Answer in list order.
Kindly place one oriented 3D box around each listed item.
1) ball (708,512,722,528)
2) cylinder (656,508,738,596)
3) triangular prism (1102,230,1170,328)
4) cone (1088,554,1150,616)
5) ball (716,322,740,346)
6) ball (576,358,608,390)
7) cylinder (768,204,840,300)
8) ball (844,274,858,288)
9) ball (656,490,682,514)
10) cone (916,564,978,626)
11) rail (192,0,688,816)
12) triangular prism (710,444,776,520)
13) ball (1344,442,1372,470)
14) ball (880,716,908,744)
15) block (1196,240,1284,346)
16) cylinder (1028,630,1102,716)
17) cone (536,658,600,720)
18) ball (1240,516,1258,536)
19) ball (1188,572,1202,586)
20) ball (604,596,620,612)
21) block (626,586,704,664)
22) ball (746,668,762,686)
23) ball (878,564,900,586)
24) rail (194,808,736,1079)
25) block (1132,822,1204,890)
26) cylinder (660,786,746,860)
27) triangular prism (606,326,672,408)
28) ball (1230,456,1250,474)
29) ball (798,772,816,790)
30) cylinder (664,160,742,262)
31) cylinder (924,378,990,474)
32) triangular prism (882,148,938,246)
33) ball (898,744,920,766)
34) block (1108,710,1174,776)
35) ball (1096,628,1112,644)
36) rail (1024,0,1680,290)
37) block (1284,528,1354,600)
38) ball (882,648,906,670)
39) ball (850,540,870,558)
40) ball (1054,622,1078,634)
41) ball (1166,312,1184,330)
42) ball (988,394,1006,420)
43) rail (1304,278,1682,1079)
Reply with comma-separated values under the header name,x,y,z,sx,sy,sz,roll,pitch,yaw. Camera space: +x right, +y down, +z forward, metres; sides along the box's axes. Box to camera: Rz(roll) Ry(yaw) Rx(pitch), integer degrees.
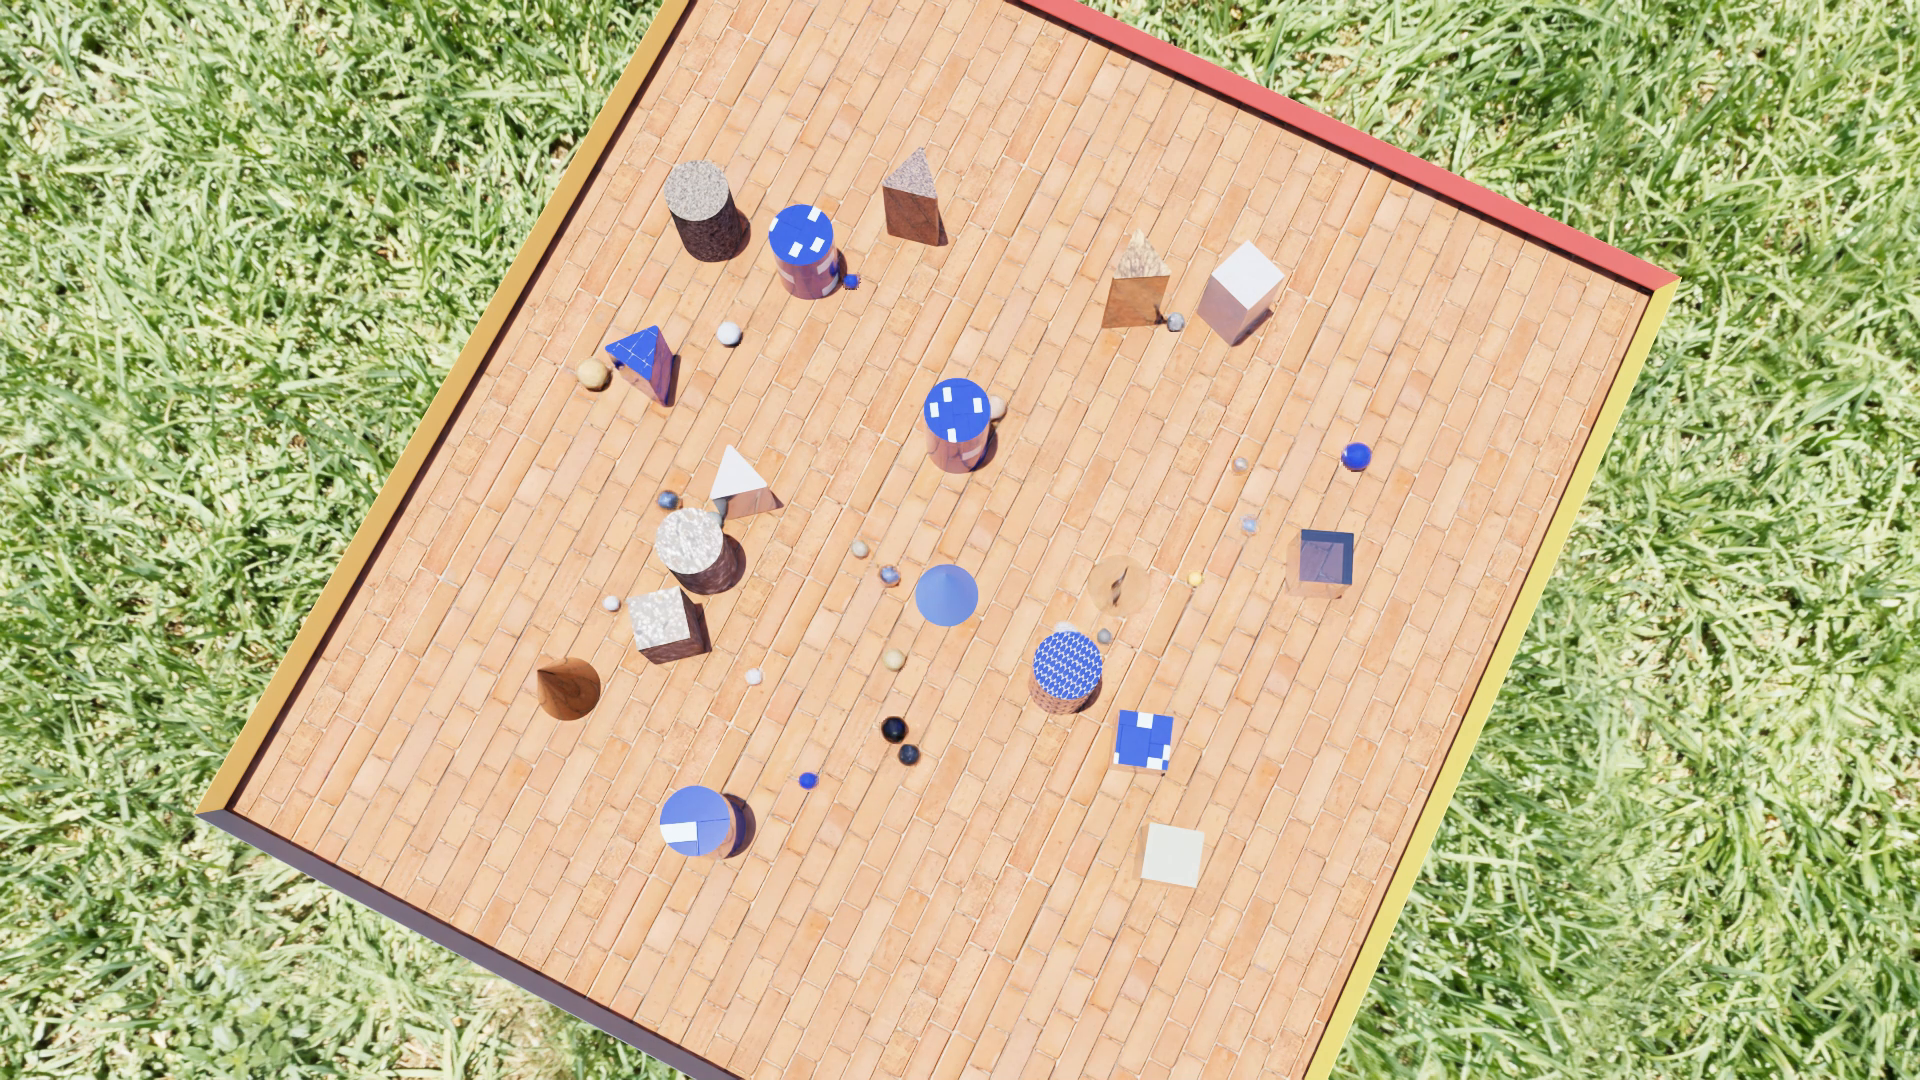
name,x,y,z,sx,sy,sz,roll,pitch,yaw
ball,-0.757,-0.057,5.596,0.063,0.063,0.063,0,78,0
cylinder,-0.777,0.038,5.428,0.194,0.354,0.194,0,78,0
triangular prism,0.523,-0.790,5.546,0.168,0.458,0.145,-4,78,-1
cone,0.485,0.104,5.417,0.194,0.348,0.194,0,78,0
ball,-0.721,-0.644,5.711,0.076,0.076,0.076,0,78,0
ball,-1.137,-0.515,5.674,0.097,0.097,0.097,0,78,0
cylinder,-0.476,-0.882,5.639,0.194,0.314,0.194,0,78,0
ball,-0.343,-0.815,5.762,0.046,0.046,0.046,0,78,0
ball,-0.890,-0.118,5.603,0.075,0.075,0.075,0,78,0
cone,-0.040,0.131,5.404,0.194,0.364,0.194,0,78,0
rail,-1.433,-0.695,5.695,0.045,0.126,3.463,26,80,5
triangular prism,-0.662,-0.181,5.504,0.168,0.294,0.145,-13,79,-3
ball,1.221,-0.257,5.626,0.087,0.087,0.087,0,78,0
ball,-0.197,0.564,5.458,0.082,0.082,0.082,0,78,0
block,0.852,-0.748,5.589,0.155,0.356,0.155,-43,81,-8
cylinder,0.302,0.391,5.328,0.194,0.407,0.194,0,78,0
cone,-1.179,0.405,5.313,0.194,0.431,0.194,0,78,0
ball,0.884,-0.043,5.596,0.057,0.057,0.057,0,78,0
ball,0.714,0.118,5.569,0.045,0.045,0.045,0,78,0
ball,-1.055,0.192,5.552,0.048,0.048,0.048,0,78,0
block,-0.866,0.255,5.407,0.155,0.307,0.155,-14,79,-3
ball,-0.620,0.411,5.506,0.051,0.051,0.051,0,78,0
ball,-0.216,0.108,5.559,0.069,0.069,0.069,0,78,0
rail,-0.764,1.502,5.240,3.252,0.126,0.045,26,80,5
block,0.595,0.911,5.270,0.155,0.309,0.155,10,78,2
cylinder,-0.732,0.815,5.250,0.194,0.388,0.194,0,78,0
triangular prism,-0.942,-0.548,5.575,0.168,0.304,0.145,35,80,7
ball,0.861,-0.230,5.636,0.055,0.055,0.055,0,78,0
ball,-0.452,0.715,5.441,0.053,0.053,0.053,0,78,0
cylinder,-0.787,-1.008,5.644,0.194,0.355,0.194,0,78,0
cylinder,-0.008,-0.337,5.490,0.194,0.384,0.194,0,78,0
triangular prism,-0.132,-1.062,5.634,0.168,0.395,0.145,14,79,3
ball,-0.151,0.639,5.449,0.069,0.069,0.069,0,78,0
block,0.527,0.597,5.373,0.155,0.235,0.155,8,78,2
ball,0.434,0.291,5.532,0.047,0.047,0.047,0,78,0
rail,0.764,-1.489,5.859,3.252,0.126,0.045,26,80,5
block,1.071,0.074,5.474,0.155,0.248,0.155,5,78,1
ball,-0.199,0.358,5.508,0.068,0.068,0.068,0,78,0
ball,-0.305,0.027,5.583,0.056,0.056,0.056,0,78,0
ball,0.318,0.284,5.519,0.076,0.076,0.076,0,78,0
ball,0.674,-0.684,5.729,0.058,0.058,0.058,0,78,0
ball,0.104,-0.410,5.662,0.078,0.078,0.078,0,78,0
rail,1.433,0.708,5.405,0.045,0.126,3.463,26,80,5
